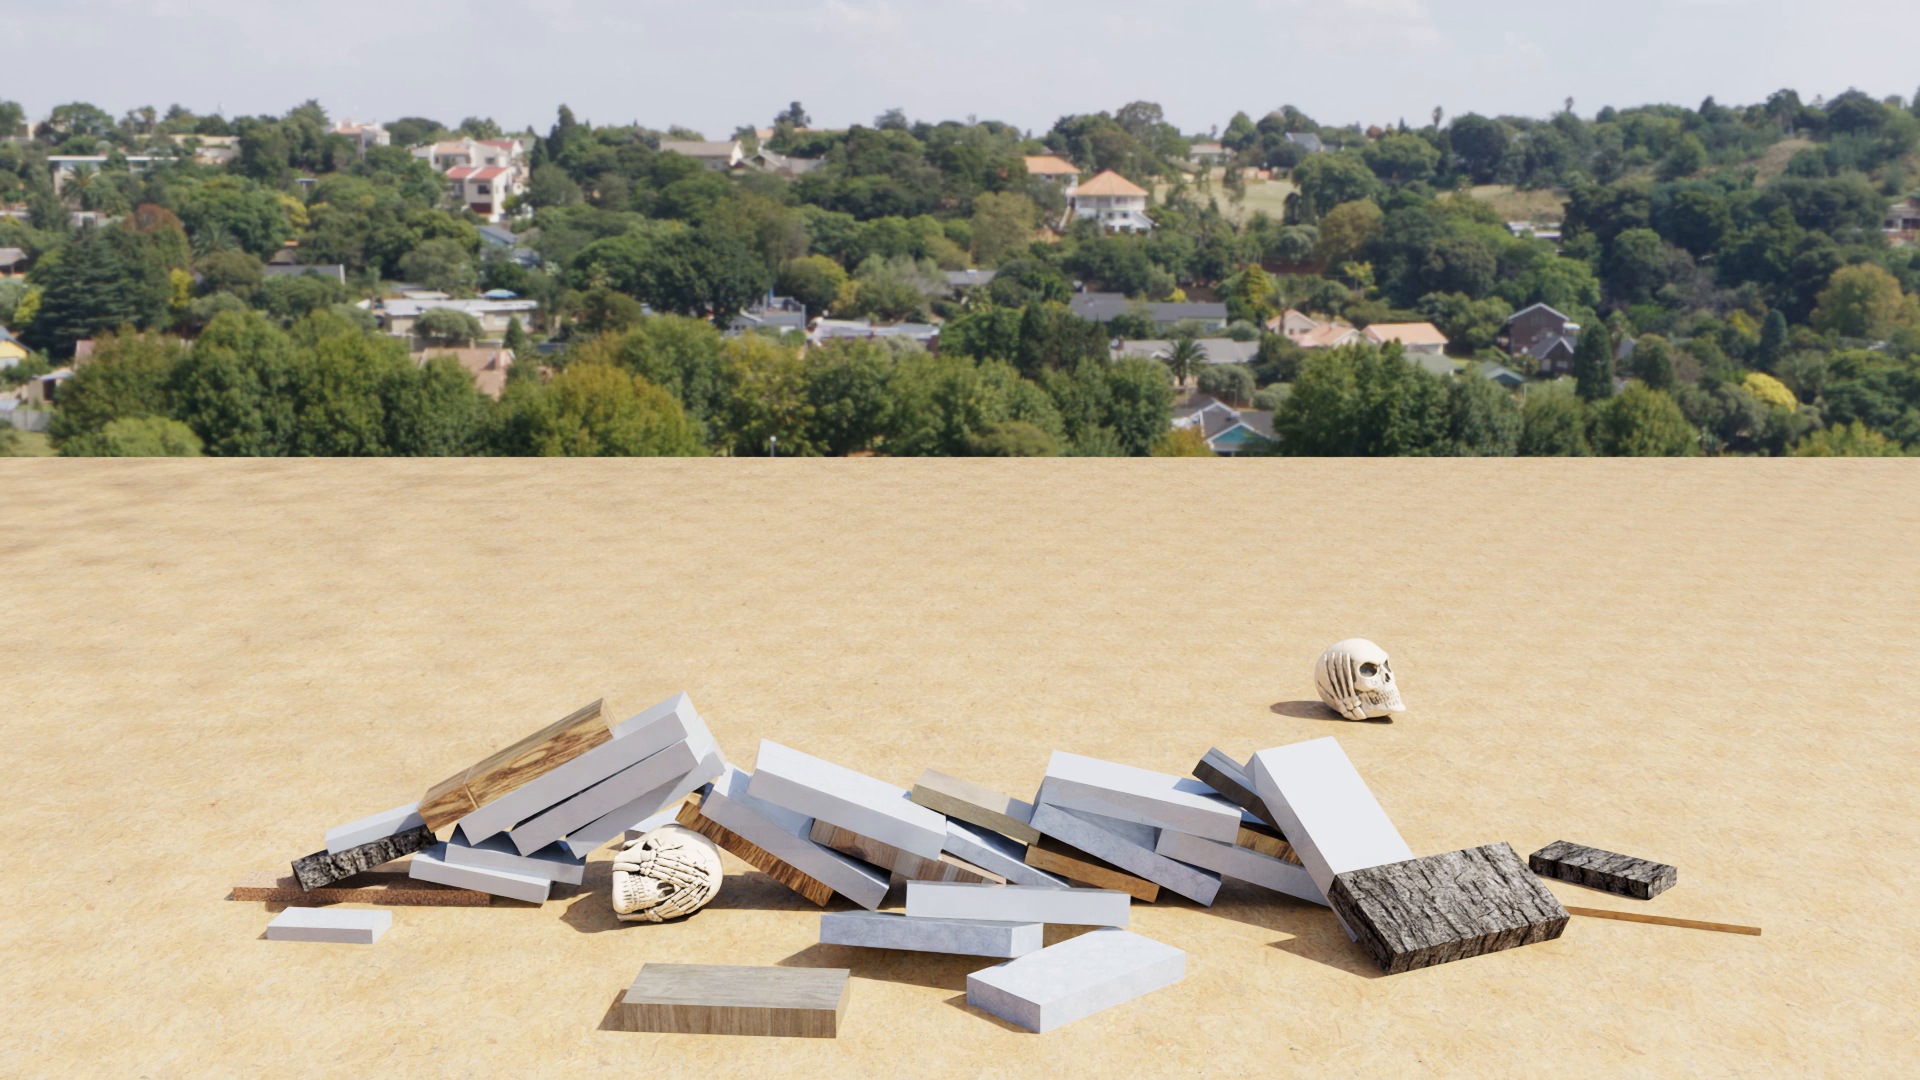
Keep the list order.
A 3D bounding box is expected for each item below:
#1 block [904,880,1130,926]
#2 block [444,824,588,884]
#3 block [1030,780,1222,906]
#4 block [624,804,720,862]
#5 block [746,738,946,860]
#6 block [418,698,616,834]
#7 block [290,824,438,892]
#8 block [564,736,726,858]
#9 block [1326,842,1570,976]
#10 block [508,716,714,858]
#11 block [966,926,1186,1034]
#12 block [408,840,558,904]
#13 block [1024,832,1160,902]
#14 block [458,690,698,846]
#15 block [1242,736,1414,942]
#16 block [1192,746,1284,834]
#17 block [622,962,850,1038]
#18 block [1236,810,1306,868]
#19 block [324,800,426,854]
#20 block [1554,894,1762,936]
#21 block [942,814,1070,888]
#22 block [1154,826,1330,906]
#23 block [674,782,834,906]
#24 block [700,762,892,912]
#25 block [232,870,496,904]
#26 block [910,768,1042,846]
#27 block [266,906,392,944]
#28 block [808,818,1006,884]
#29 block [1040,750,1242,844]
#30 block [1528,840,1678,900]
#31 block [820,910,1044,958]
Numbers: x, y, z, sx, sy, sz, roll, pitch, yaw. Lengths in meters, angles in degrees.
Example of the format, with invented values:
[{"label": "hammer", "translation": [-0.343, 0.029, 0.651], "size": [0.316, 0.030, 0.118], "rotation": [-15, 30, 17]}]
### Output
[{"label": "block", "translation": [0.087, 0.570, 3.458], "size": [0.343, 0.049, 0.171], "rotation": [3, -7, -2]}, {"label": "block", "translation": [-0.737, 0.523, 3.667], "size": [0.224, 0.032, 0.112], "rotation": [10, 10, -7]}, {"label": "block", "translation": [0.277, 0.501, 3.675], "size": [0.324, 0.046, 0.162], "rotation": [24, 11, 1]}, {"label": "block", "translation": [-0.460, 0.513, 3.973], "size": [0.141, 0.040, 0.283], "rotation": [6, 12, 31]}, {"label": "block", "translation": [-0.185, 0.426, 3.623], "size": [0.328, 0.046, 0.164], "rotation": [20, 10, -6]}, {"label": "block", "translation": [-0.740, 0.375, 3.692], "size": [0.334, 0.047, 0.167], "rotation": [-28, 8, -4]}, {"label": "block", "translation": [-0.990, 0.519, 3.653], "size": [0.224, 0.032, 0.112], "rotation": [-19, 10, -22]}, {"label": "block", "translation": [-0.525, 0.430, 3.686], "size": [0.283, 0.040, 0.141], "rotation": [-30, 7, -4]}, {"label": "block", "translation": [0.764, 0.572, 3.435], "size": [0.343, 0.049, 0.171], "rotation": [-5, 39, -27]}, {"label": "block", "translation": [-0.579, 0.409, 3.669], "size": [0.334, 0.047, 0.167], "rotation": [-28, 8, 6]}, {"label": "block", "translation": [0.174, 0.646, 3.250], "size": [0.305, 0.043, 0.153], "rotation": [-10, 14, -42]}, {"label": "block", "translation": [-0.787, 0.549, 3.648], "size": [0.224, 0.032, 0.112], "rotation": [12, 10, -1]}, {"label": "block", "translation": [0.221, 0.541, 3.672], "size": [0.224, 0.032, 0.112], "rotation": [17, 10, 2]}, {"label": "block", "translation": [-0.634, 0.378, 3.671], "size": [0.401, 0.047, 0.167], "rotation": [-27, 8, 2]}, {"label": "block", "translation": [0.622, 0.480, 3.568], "size": [0.171, 0.049, 0.347], "rotation": [-7, 51, -33]}, {"label": "block", "translation": [0.495, 0.426, 3.661], "size": [0.217, 0.031, 0.108], "rotation": [33, 14, 11]}, {"label": "block", "translation": [-0.319, 0.662, 3.165], "size": [0.305, 0.043, 0.153], "rotation": [1, 11, 5]}, {"label": "block", "translation": [0.562, 0.508, 3.647], "size": [0.217, 0.031, 0.108], "rotation": [18, 11, 4]}, {"label": "block", "translation": [-0.976, 0.480, 3.691], "size": [0.171, 0.024, 0.086], "rotation": [-17, 9, -12]}, {"label": "block", "translation": [1.054, 0.601, 3.574], "size": [0.467, 0.014, 0.049], "rotation": [4, 11, 20]}, {"label": "block", "translation": [0.073, 0.527, 3.667], "size": [0.224, 0.032, 0.112], "rotation": [25, 10, -4]}, {"label": "block", "translation": [0.486, 0.523, 3.664], "size": [0.324, 0.046, 0.162], "rotation": [17, 11, 1]}, {"label": "block", "translation": [-0.330, 0.500, 3.655], "size": [0.283, 0.040, 0.141], "rotation": [31, 9, -2]}, {"label": "block", "translation": [-0.266, 0.490, 3.643], "size": [0.328, 0.046, 0.164], "rotation": [30, 10, -3]}, {"label": "block", "translation": [-0.985, 0.579, 3.664], "size": [0.427, 0.024, 0.086], "rotation": [0, 11, 2]}, {"label": "block", "translation": [0.035, 0.447, 3.695], "size": [0.224, 0.032, 0.112], "rotation": [19, 10, 7]}, {"label": "block", "translation": [-0.999, 0.611, 3.488], "size": [0.171, 0.024, 0.086], "rotation": [1, 11, 5]}, {"label": "block", "translation": [-0.084, 0.509, 3.661], "size": [0.328, 0.046, 0.164], "rotation": [21, 10, -2]}, {"label": "block", "translation": [0.303, 0.425, 3.654], "size": [0.324, 0.046, 0.162], "rotation": [12, 11, 5]}, {"label": "block", "translation": [1.093, 0.561, 3.742], "size": [0.217, 0.031, 0.108], "rotation": [9, 14, 41]}, {"label": "block", "translation": [-0.043, 0.598, 3.348], "size": [0.305, 0.043, 0.153], "rotation": [1, -7, 20]}]
